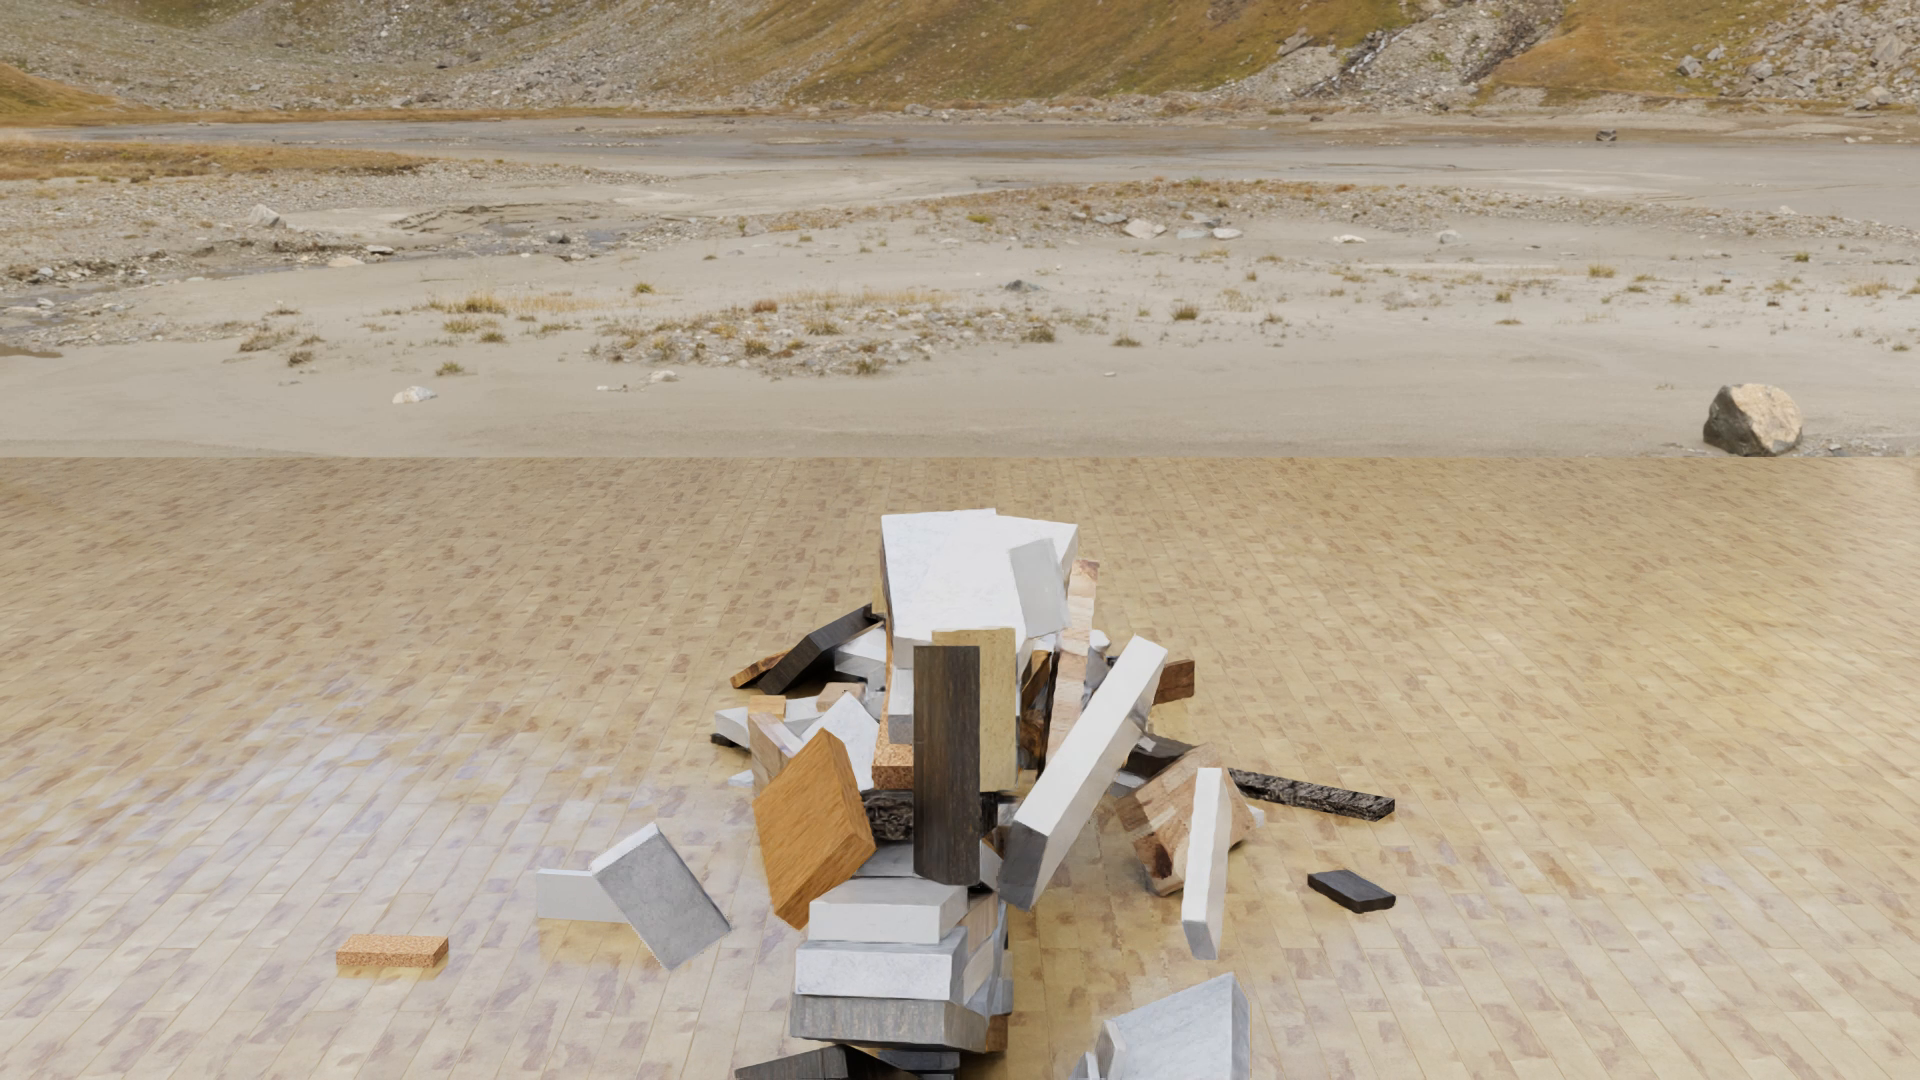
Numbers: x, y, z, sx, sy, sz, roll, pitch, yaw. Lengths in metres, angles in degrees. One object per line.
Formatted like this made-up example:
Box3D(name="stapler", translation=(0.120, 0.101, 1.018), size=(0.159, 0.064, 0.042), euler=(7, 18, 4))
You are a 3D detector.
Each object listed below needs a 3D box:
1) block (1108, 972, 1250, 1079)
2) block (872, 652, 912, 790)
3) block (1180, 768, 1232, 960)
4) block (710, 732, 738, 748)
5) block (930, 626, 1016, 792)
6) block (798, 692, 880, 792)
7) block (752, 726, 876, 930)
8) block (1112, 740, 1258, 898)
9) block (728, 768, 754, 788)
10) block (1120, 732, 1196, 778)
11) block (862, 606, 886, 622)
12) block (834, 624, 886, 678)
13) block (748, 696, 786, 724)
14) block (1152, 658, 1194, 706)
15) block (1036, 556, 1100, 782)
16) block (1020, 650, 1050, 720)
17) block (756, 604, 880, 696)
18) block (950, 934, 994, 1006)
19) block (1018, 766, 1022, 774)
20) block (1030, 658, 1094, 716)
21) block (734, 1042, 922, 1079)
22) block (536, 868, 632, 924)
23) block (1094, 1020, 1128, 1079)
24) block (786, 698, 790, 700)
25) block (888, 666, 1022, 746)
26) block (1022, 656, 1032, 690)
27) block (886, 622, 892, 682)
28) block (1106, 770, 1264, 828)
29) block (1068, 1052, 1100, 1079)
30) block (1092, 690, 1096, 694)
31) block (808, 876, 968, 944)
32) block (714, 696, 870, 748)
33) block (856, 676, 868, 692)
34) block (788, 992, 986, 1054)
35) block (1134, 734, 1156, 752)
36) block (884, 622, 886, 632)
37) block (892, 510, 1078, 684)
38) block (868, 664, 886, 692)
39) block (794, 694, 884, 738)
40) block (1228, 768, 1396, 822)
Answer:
Box3D(name="block", translation=(0.253, 0.639, 2.625), size=(0.177, 0.050, 0.366), euler=(-24, 7, 12))
Box3D(name="block", translation=(-0.037, 0.248, 3.056), size=(0.140, 0.040, 0.281), euler=(1, 30, 4))
Box3D(name="block", translation=(0.309, 0.402, 2.741), size=(0.030, 0.106, 0.212), euler=(0, 53, 16))
Box3D(name="block", translation=(-0.458, 0.408, 4.601), size=(0.059, 0.017, 0.118), euler=(9, 14, 41))
Box3D(name="block", translation=(0.018, 0.220, 2.853), size=(0.106, 0.212, 0.030), euler=(-2, 5, -19))
Box3D(name="block", translation=(-0.192, 0.403, 3.995), size=(0.158, 0.045, 0.316), euler=(-43, 30, -5))
Box3D(name="block", translation=(-0.180, 0.344, 2.655), size=(0.038, 0.135, 0.270), euler=(39, 10, -22))
Box3D(name="block", translation=(0.393, 0.476, 3.803), size=(0.049, 0.173, 0.357), euler=(-31, -5, 29))
Box3D(name="block", translation=(-0.405, 0.464, 4.308), size=(0.048, 0.014, 0.096), euler=(7, 12, 32))
Box3D(name="block", translation=(0.330, 0.412, 4.345), size=(0.149, 0.042, 0.297), euler=(-4, 11, -43))
Box3D(name="block", translation=(-0.135, 0.181, 5.082), size=(0.167, 0.024, 0.083), euler=(14, 8, 39))
Box3D(name="block", translation=(-0.015, 0.189, 5.199), size=(0.177, 0.050, 0.695), euler=(11, 22, 33))
Box3D(name="block", translation=(-0.396, 0.348, 4.516), size=(0.073, 0.021, 0.147), euler=(-1, 10, -2))
Box3D(name="block", translation=(0.457, 0.319, 4.903), size=(0.164, 0.082, 0.023), euler=(-9, 14, -39))
Box3D(name="block", translation=(0.171, 0.249, 3.581), size=(0.045, 0.158, 0.451), euler=(10, 49, 0))
Box3D(name="block", translation=(0.032, 0.255, 3.592), size=(0.155, 0.044, 0.499), euler=(3, 11, 11))
Box3D(name="block", translation=(-0.317, 0.253, 5.045), size=(0.177, 0.050, 0.355), euler=(-43, -7, 22))
Box3D(name="block", translation=(-0.054, 0.506, 2.604), size=(0.154, 0.044, 0.308), euler=(1, -3, 7))
Box3D(name="block", translation=(0.094, 0.408, 4.420), size=(0.023, 0.081, 0.162), euler=(15, 4, -22))
Box3D(name="block", translation=(0.142, 0.255, 3.962), size=(0.155, 0.044, 0.310), euler=(12, 7, -6))
Box3D(name="block", translation=(-0.122, 0.656, 2.575), size=(0.133, 0.038, 0.373), euler=(-17, -27, 14))
Box3D(name="block", translation=(-0.556, 0.576, 3.540), size=(0.254, 0.076, 0.021), euler=(2, 11, 10))
Box3D(name="block", translation=(0.179, 0.618, 2.634), size=(0.015, 0.053, 0.105), euler=(15, 5, -6))
Box3D(name="block", translation=(-0.396, 0.357, 4.827), size=(0.048, 0.014, 0.096), euler=(-1, -3, -7))
Box3D(name="block", translation=(-0.001, 0.165, 3.105), size=(0.177, 0.050, 0.354), euler=(0, 31, 3))
Box3D(name="block", translation=(0.009, 0.228, 3.487), size=(0.161, 0.046, 0.321), euler=(3, 11, 11))
Box3D(name="block", translation=(-0.037, 0.200, 3.216), size=(0.140, 0.040, 0.281), euler=(-2, 30, -1))
Box3D(name="block", translation=(0.349, 0.473, 4.217), size=(0.107, 0.030, 0.563), euler=(-7, 13, -34))
Box3D(name="block", translation=(0.144, 0.648, 2.604), size=(0.015, 0.053, 0.105), euler=(30, 6, -3))
Box3D(name="block", translation=(0.330, 0.334, 4.881), size=(0.118, 0.033, 0.236), euler=(0, 5, 23))
Box3D(name="block", translation=(-0.074, 0.404, 2.415), size=(0.135, 0.038, 0.307), euler=(1, -4, 6))
Box3D(name="block", translation=(-0.329, 0.371, 4.565), size=(0.322, 0.043, 0.153), euler=(-7, 12, -30))
Box3D(name="block", translation=(-0.191, 0.323, 5.045), size=(0.082, 0.023, 0.406), euler=(1, 11, 3))
Box3D(name="block", translation=(-0.069, 0.535, 2.421), size=(0.154, 0.044, 0.500), euler=(2, -14, 6))
Box3D(name="block", translation=(0.295, 0.349, 4.127), size=(0.147, 0.021, 0.073), euler=(37, -11, -38))
Box3D(name="block", translation=(0.011, 0.244, 4.957), size=(0.341, 0.047, 0.165), euler=(8, 29, -23))
Box3D(name="block", translation=(0.040, 0.074, 3.064), size=(0.173, 0.049, 0.346), euler=(7, 32, 14))
Box3D(name="block", translation=(-0.062, 0.281, 4.735), size=(0.165, 0.047, 0.330), euler=(6, -18, -22))
Box3D(name="block", translation=(-0.136, 0.318, 4.277), size=(0.477, 0.042, 0.148), euler=(-28, -5, 40))
Box3D(name="block", translation=(0.579, 0.474, 4.227), size=(0.517, 0.024, 0.083), euler=(7, 13, 35))
